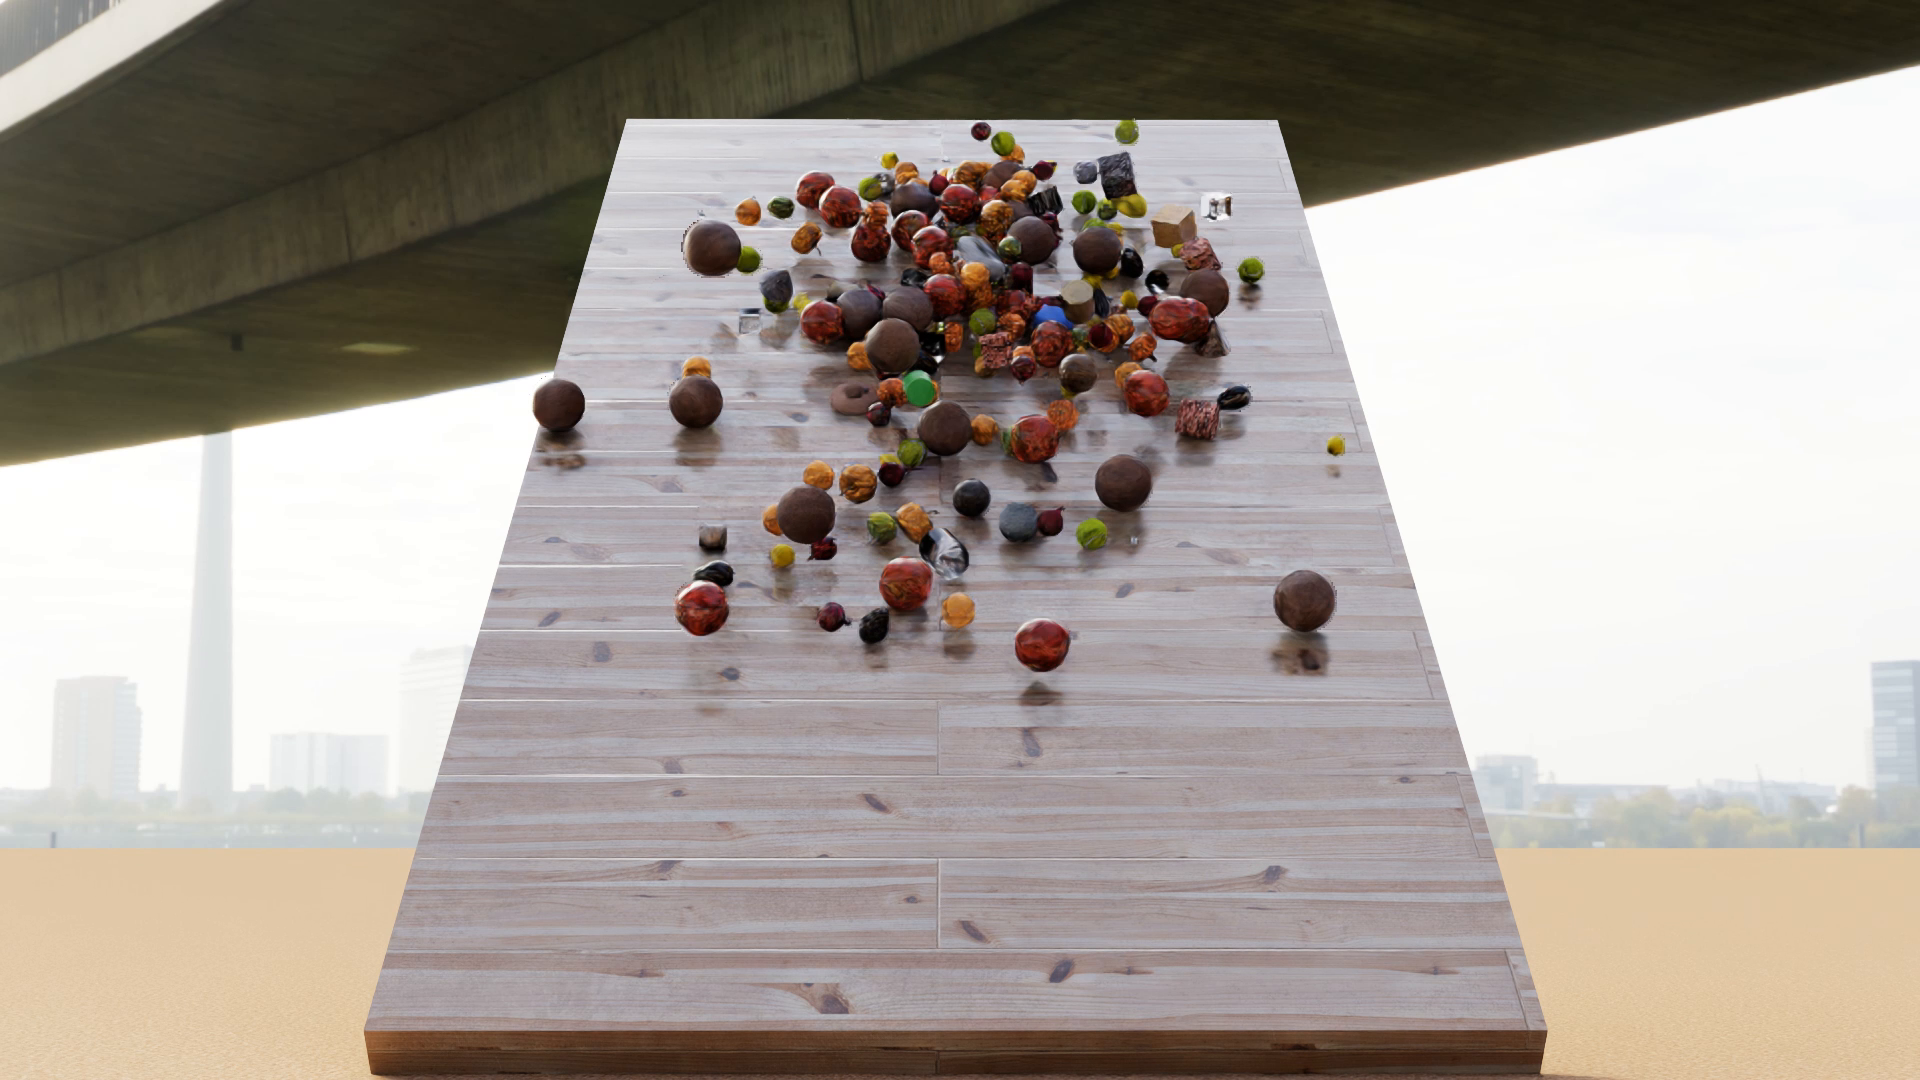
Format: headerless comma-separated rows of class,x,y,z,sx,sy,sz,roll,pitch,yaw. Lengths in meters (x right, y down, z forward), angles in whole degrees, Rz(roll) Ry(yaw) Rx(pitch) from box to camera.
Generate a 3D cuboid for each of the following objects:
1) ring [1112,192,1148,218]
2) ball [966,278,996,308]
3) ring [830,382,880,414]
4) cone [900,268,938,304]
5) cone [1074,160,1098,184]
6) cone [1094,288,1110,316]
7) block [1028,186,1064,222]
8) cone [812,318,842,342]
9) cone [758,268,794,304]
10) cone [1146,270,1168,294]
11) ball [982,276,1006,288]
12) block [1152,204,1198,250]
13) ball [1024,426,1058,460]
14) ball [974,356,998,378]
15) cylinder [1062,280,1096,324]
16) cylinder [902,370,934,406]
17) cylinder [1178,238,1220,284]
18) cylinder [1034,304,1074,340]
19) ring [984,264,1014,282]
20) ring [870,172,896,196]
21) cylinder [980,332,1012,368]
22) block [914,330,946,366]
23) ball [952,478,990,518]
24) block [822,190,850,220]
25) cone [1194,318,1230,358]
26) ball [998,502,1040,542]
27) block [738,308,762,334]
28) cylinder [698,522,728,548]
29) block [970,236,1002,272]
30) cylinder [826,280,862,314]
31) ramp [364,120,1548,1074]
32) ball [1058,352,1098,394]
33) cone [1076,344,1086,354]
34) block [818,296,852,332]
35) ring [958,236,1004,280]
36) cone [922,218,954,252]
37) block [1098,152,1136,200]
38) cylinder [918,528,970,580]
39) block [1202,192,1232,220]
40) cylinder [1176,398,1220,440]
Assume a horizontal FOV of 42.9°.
ring,0.475,-0.942,6.843,0.110,0.037,0.110,27,-22,12
ball,0.055,-0.649,6.417,0.081,0.081,0.081,0,-7,0
ring,-0.257,-0.345,5.967,0.122,0.041,0.122,1,32,-1
cone,-0.093,-0.679,6.468,0.093,0.093,0.093,-16,5,-42
cone,0.327,-0.976,6.585,0.071,0.071,0.071,-4,30,27
cone,0.337,-0.612,6.401,0.078,0.078,0.078,-16,-14,28
block,0.240,-0.942,6.862,0.068,0.068,0.068,-22,1,-19
cone,-0.349,-0.524,6.260,0.070,0.070,0.070,-28,-11,5
cone,-0.439,-0.647,6.036,0.092,0.092,0.092,3,-25,-22
cone,0.517,-0.688,6.530,0.065,0.065,0.065,1,5,-11
ball,0.089,-0.702,6.519,0.062,0.062,0.062,0,-7,0
block,0.585,-0.852,6.668,0.085,0.085,0.085,14,46,33
ball,0.190,-0.226,5.731,0.077,0.077,0.077,0,-7,0
ball,0.065,-0.431,6.088,0.060,0.060,0.060,0,-7,0
cylinder,0.296,-0.597,6.125,0.080,0.080,0.080,-1,-33,7
cylinder,-0.095,-0.352,5.661,0.066,0.066,0.066,1,20,-9
cylinder,0.641,-0.748,6.538,0.086,0.086,0.086,-5,-48,34
cylinder,0.242,-0.558,6.273,0.080,0.080,0.080,13,-2,20
ring,0.103,-0.693,6.352,0.083,0.028,0.083,-22,3,1
ring,-0.221,-1.025,7.042,0.075,0.075,0.025,2,-26,-13
cylinder,0.089,-0.464,5.990,0.072,0.072,0.072,-9,15,2
block,-0.076,-0.482,6.168,0.061,0.061,0.061,14,35,21
ball,0.026,-0.095,5.525,0.087,0.087,0.087,0,-7,0
block,-0.352,-0.947,6.912,0.058,0.058,0.058,-18,36,-26
cone,0.641,-0.524,6.210,0.092,0.092,0.092,0,32,0
ball,0.130,-0.040,5.433,0.091,0.091,0.091,0,-7,0
block,-0.541,-0.564,6.303,0.052,0.052,0.052,1,32,1
cylinder,-0.547,-0.009,5.415,0.053,0.053,0.053,7,-6,9
block,0.054,-0.742,6.378,0.067,0.067,0.067,-39,-15,14
cylinder,-0.302,-0.635,6.393,0.074,0.074,0.074,14,-4,13
ramp,-0.015,-0.190,5.852,2.000,0.100,4.000,0,32,0
ball,0.277,-0.391,5.735,0.096,0.096,0.096,0,-7,0
cone,0.302,-0.459,6.123,0.072,0.072,0.072,0,32,0
block,-0.322,-0.583,6.324,0.063,0.063,0.063,-23,38,-33
ring,0.053,-0.721,6.243,0.048,0.144,0.144,-48,-27,17
cone,-0.056,-0.852,6.715,0.090,0.090,0.090,1,-48,-11
block,0.413,-0.954,6.412,0.082,0.082,0.082,-10,-22,9
cylinder,-0.034,0.029,5.322,0.084,0.084,0.084,4,28,-32
block,0.698,-0.908,6.651,0.058,0.058,0.058,-23,31,-39
cylinder,0.568,-0.289,5.836,0.085,0.085,0.085,12,-3,16
